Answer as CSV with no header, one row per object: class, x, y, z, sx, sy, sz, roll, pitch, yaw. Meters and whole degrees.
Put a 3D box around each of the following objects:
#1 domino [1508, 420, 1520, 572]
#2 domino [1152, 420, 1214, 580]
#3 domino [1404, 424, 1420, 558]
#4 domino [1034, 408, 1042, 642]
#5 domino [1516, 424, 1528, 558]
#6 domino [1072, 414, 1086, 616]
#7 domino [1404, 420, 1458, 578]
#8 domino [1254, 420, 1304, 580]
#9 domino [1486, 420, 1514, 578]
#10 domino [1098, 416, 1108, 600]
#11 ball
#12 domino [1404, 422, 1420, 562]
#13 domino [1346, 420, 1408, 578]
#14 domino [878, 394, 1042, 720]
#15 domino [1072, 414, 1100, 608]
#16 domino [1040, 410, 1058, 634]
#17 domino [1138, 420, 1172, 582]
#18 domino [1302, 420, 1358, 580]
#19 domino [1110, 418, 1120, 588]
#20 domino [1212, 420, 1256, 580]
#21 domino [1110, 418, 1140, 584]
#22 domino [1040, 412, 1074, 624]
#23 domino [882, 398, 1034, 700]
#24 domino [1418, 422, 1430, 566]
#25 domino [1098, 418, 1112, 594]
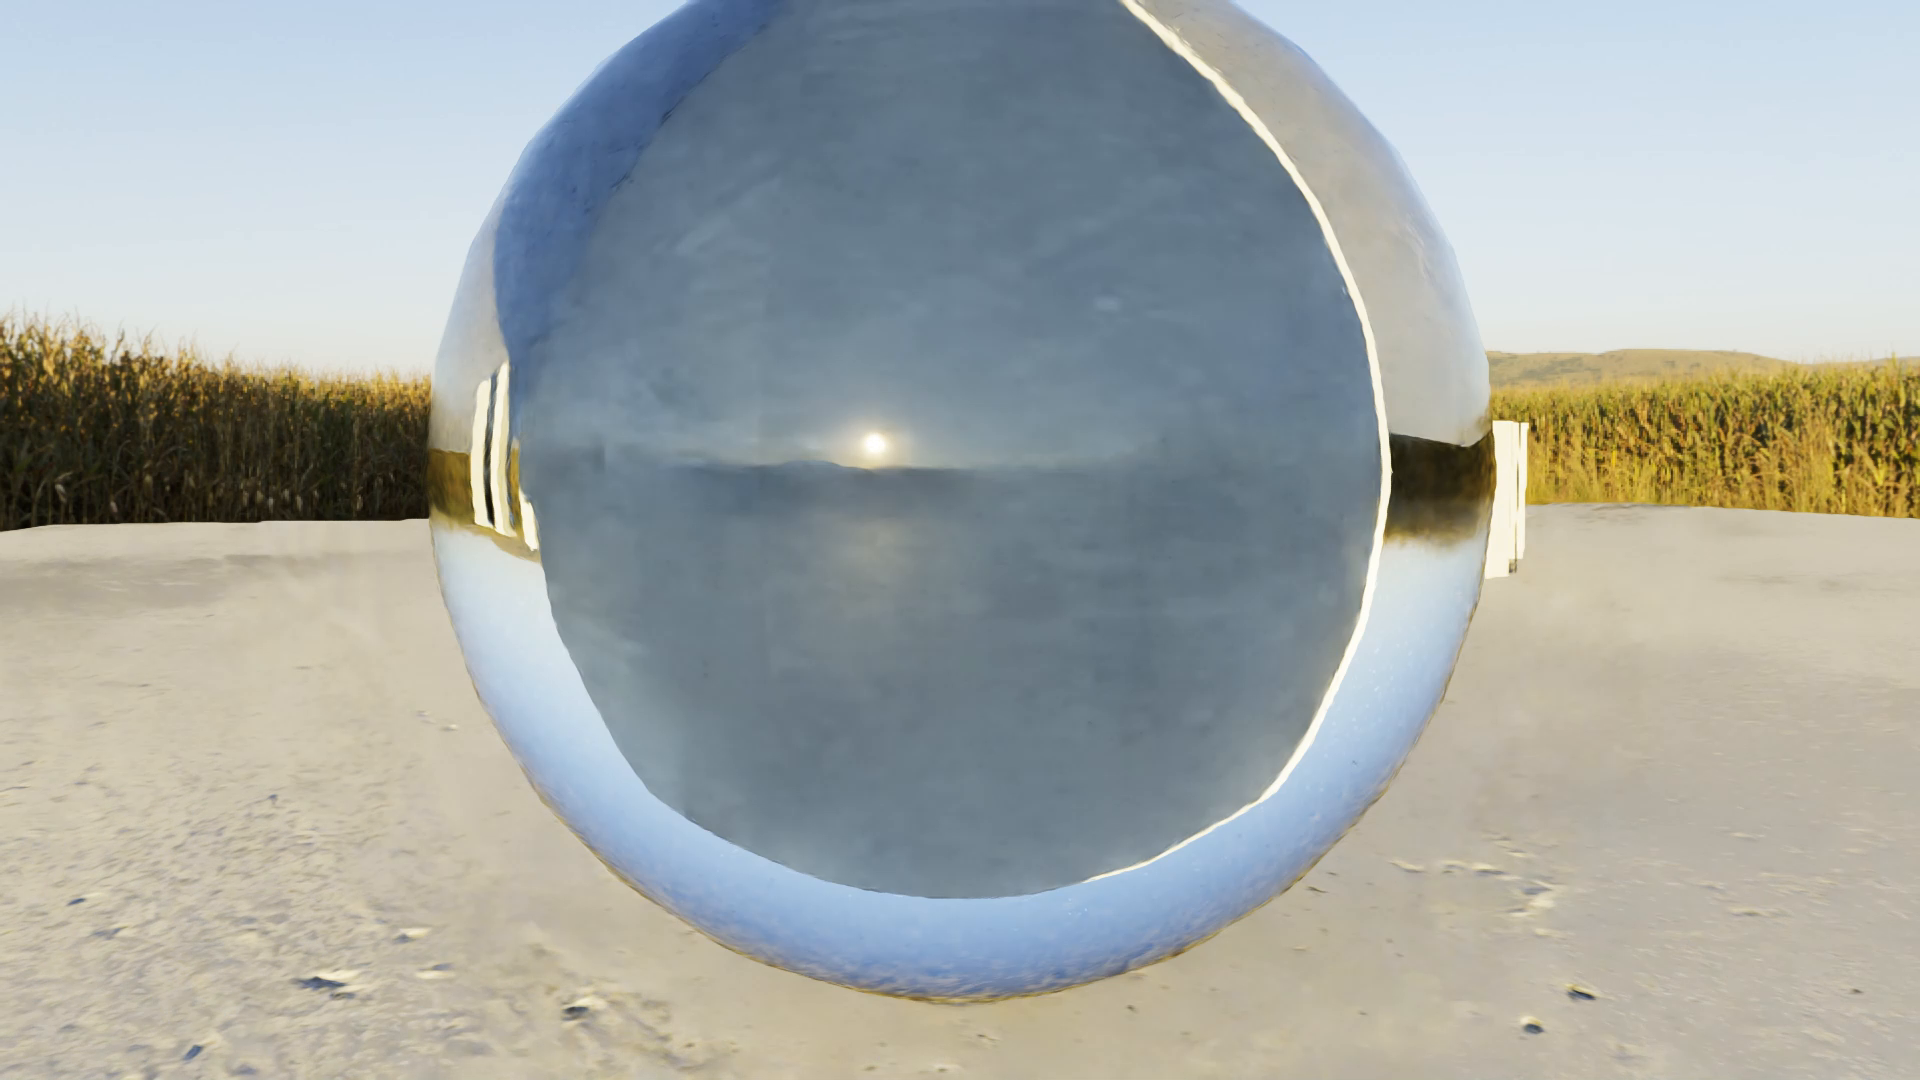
domino,0.175,-0.015,0.433,0.025,0.050,0.010,1,5,19
domino,0.071,-0.013,0.412,0.010,0.050,0.025,-1,4,-14
domino,0.175,-0.018,0.479,0.025,0.050,0.010,3,5,33
domino,0.004,-0.003,0.279,0.025,0.050,0.010,1,4,16
domino,0.205,-0.019,0.489,0.009,0.050,0.025,0,4,-5
domino,0.019,-0.007,0.325,0.025,0.050,0.009,1,4,17
domino,0.150,-0.014,0.416,0.009,0.050,0.025,0,4,-4
domino,0.103,-0.014,0.414,0.010,0.050,0.025,0,4,1
domino,0.166,-0.014,0.419,0.009,0.050,0.025,-2,5,-28
domino,0.028,-0.009,0.355,0.025,0.050,0.010,1,4,13
ball,0.000,-0.005,0.103,0.080,0.080,0.080,0,4,0
domino,0.173,-0.017,0.463,0.025,0.050,0.010,0,4,0
domino,0.135,-0.014,0.416,0.009,0.050,0.025,0,4,-3
domino,0.000,0.002,0.201,0.025,0.050,0.009,0,4,0
domino,0.023,-0.008,0.340,0.025,0.050,0.009,1,4,17
domino,0.009,-0.005,0.294,0.025,0.050,0.009,1,5,18
domino,0.056,-0.013,0.407,0.009,0.050,0.025,-2,5,-22
domino,0.119,-0.014,0.414,0.009,0.050,0.025,0,4,-2
domino,0.034,-0.011,0.386,0.025,0.050,0.009,2,5,19
domino,0.087,-0.014,0.414,0.009,0.050,0.025,0,4,-3
domino,0.043,-0.012,0.399,0.010,0.050,0.025,-4,6,-42
domino,0.014,-0.006,0.309,0.025,0.050,0.009,1,4,17
domino,0.000,0.001,0.217,0.025,0.050,0.010,0,4,-2
domino,0.174,-0.016,0.448,0.025,0.050,0.010,0,4,-4
domino,0.031,-0.010,0.370,0.025,0.050,0.009,1,4,10
